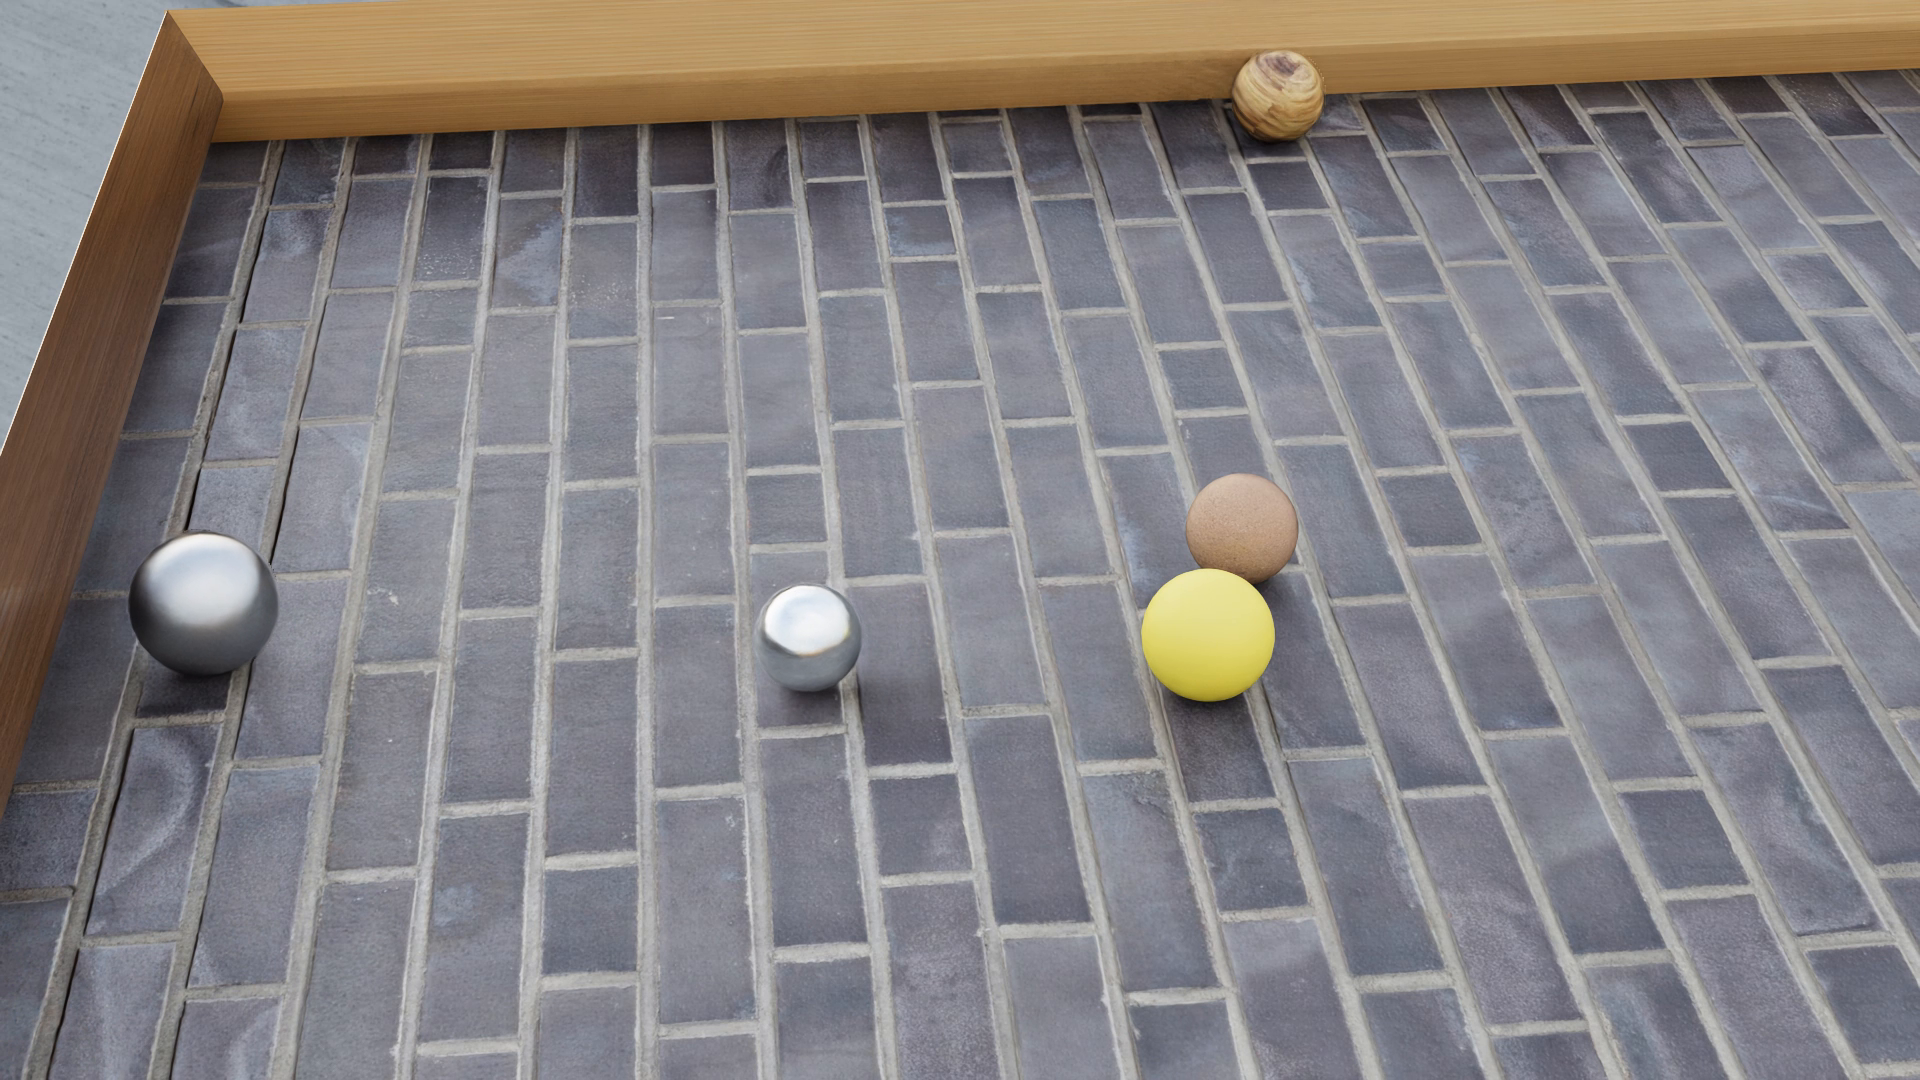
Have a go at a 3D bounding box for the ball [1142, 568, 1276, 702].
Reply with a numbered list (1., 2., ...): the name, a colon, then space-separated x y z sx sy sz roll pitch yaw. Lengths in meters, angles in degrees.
1. ball: 0.161 0.062 1.665 0.086 0.086 0.086 0 35 0

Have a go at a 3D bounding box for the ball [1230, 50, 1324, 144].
1. ball: 0.287 -0.401 2.321 0.084 0.084 0.084 0 35 0

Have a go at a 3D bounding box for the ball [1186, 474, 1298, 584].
1. ball: 0.195 -0.007 1.770 0.078 0.078 0.078 0 35 0

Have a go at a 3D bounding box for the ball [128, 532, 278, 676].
1. ball: -0.497 0.042 1.686 0.095 0.095 0.095 0 35 0

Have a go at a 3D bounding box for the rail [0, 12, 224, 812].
1. rail: -0.605 0.014 1.695 0.045 0.128 1.499 -3 35 -5

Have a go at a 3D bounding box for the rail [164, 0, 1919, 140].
1. rail: 0.557 -0.474 2.384 2.525 0.128 0.045 -3 35 -5

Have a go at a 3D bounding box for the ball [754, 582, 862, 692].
1. ball: -0.099 0.063 1.675 0.071 0.071 0.071 0 35 0
